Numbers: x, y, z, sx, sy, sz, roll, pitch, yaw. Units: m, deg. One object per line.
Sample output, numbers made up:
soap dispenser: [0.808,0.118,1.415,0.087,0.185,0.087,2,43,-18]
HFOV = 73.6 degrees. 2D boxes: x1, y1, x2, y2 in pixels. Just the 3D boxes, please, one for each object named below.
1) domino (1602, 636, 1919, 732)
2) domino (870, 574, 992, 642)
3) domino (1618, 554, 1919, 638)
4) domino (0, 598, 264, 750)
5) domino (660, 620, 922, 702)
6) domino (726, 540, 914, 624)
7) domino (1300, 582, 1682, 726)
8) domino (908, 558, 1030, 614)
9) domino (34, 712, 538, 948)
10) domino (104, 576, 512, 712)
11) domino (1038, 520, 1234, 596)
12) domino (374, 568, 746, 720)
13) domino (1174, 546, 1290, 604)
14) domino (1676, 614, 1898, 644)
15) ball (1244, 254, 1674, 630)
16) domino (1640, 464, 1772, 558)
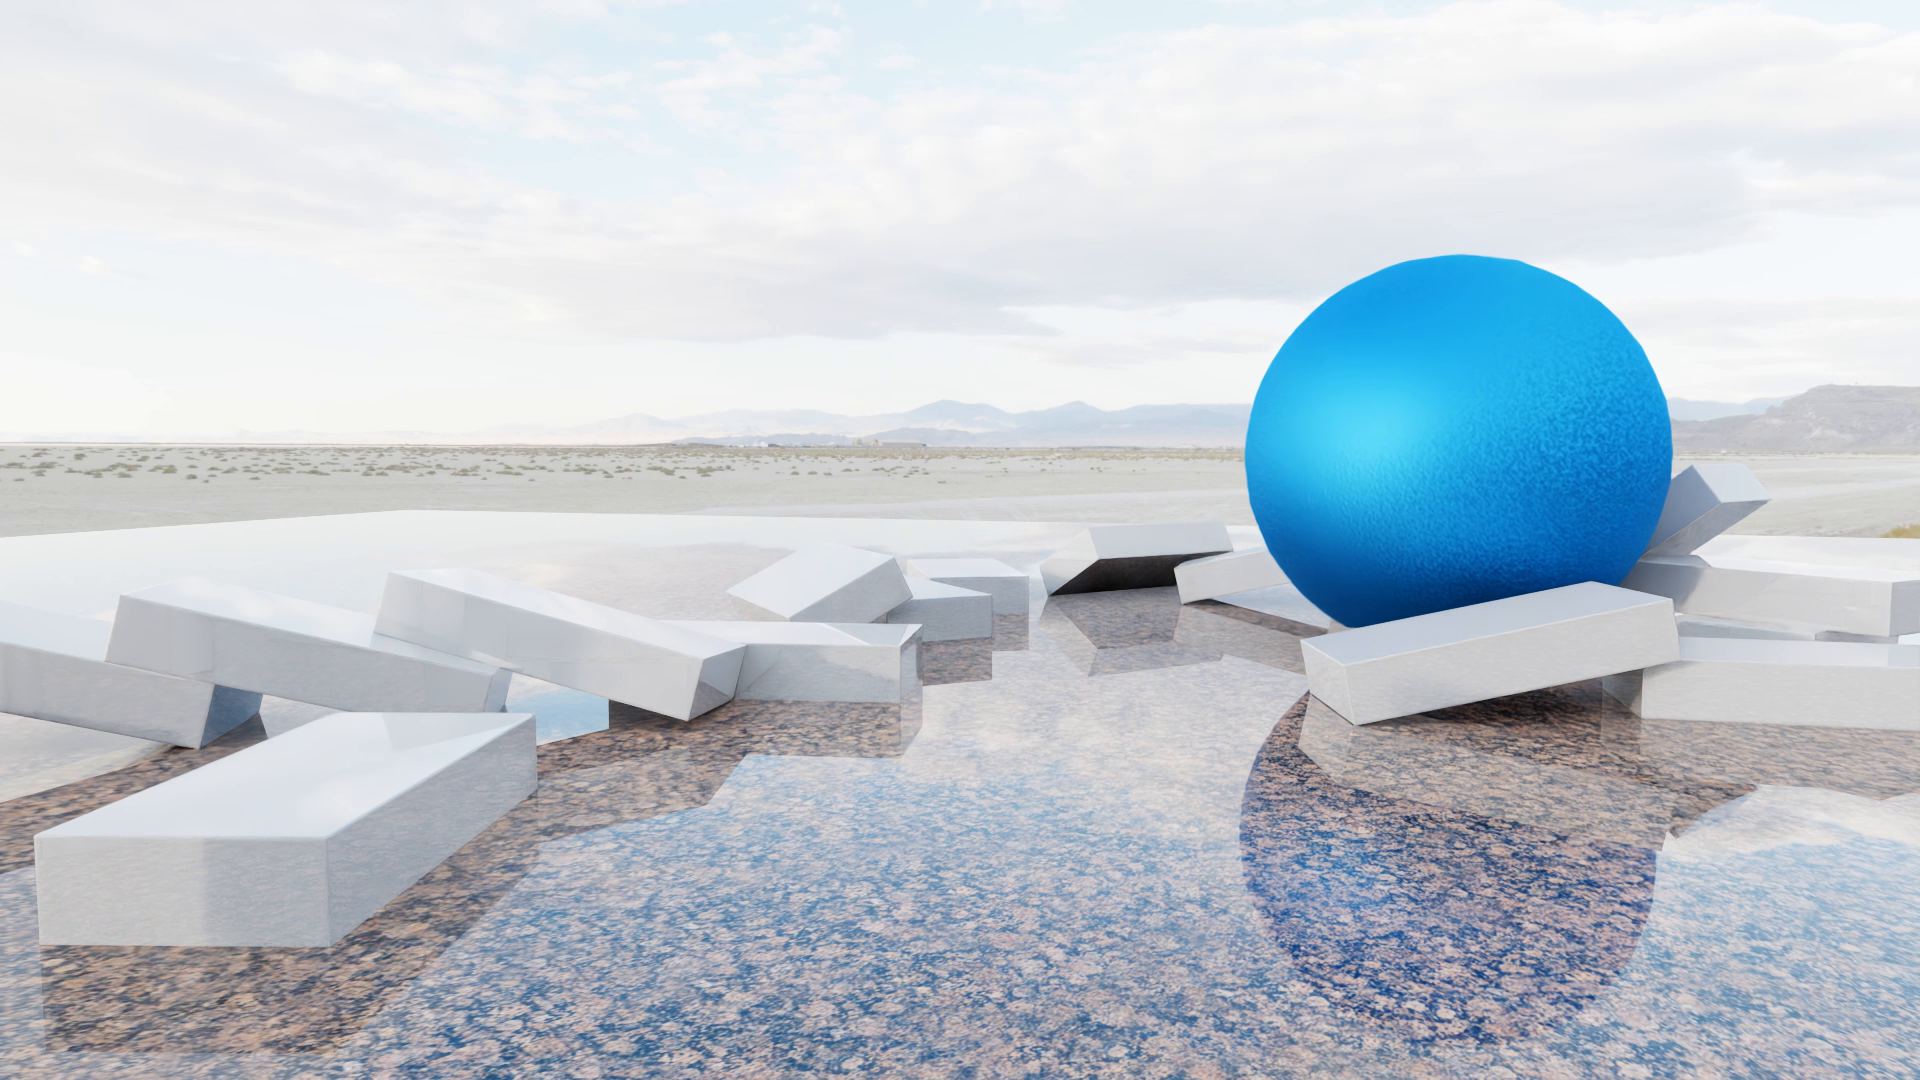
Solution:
domino: [0.133,0.022,0.205,0.050,0.010,0.025,1,4,14]
domino: [-0.015,0.015,0.299,0.025,0.010,0.050,-2,5,-26]
domino: [0.157,0.010,0.247,0.025,0.009,0.050,-2,5,-30]
domino: [-0.131,0.018,0.186,0.050,0.010,0.025,14,2,-12]
domino: [-0.033,0.021,0.226,0.050,0.009,0.025,0,4,7]
domino: [-0.032,0.012,0.280,0.025,0.010,0.050,-30,15,-20]
domino: [0.083,0.018,0.205,0.050,0.009,0.025,-12,4,1]
domino: [0.001,0.012,0.345,0.025,0.009,0.050,-1,4,-9]
domino: [-0.065,0.028,0.133,0.025,0.009,0.050,0,4,1]
domino: [-0.095,0.017,0.193,0.050,0.010,0.025,14,1,-11]
domino: [0.050,0.005,0.364,0.050,0.009,0.025,-3,-24,-33]
domino: [-0.062,0.016,0.203,0.050,0.009,0.025,15,1,5]
domino: [0.084,0.006,0.344,0.050,0.010,0.025,-12,0,17]
domino: [0.160,0.019,0.250,0.050,0.009,0.025,-4,6,-40]
ball: [0.098,-0.017,0.259,0.080,0.080,0.080,0,4,0]
domino: [0.146,0.002,0.279,0.025,0.009,0.050,-3,-33,-38]
